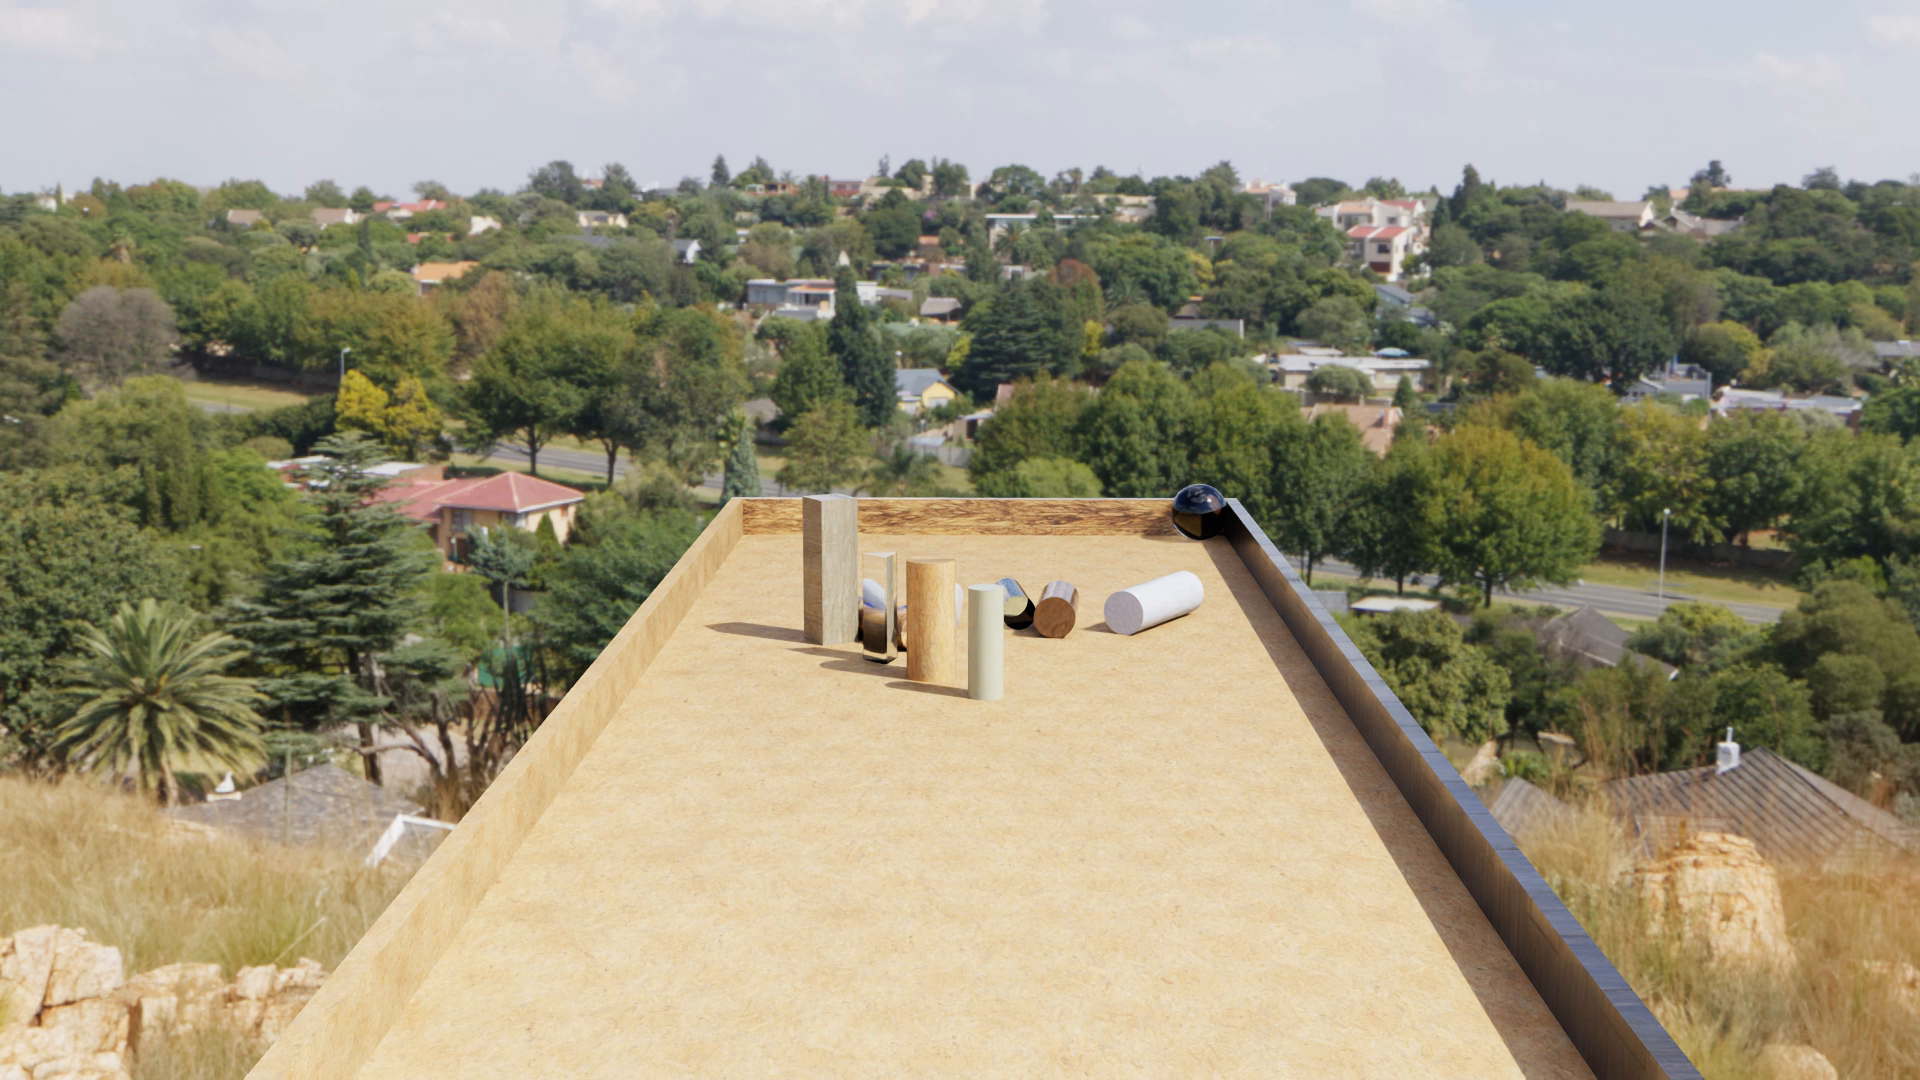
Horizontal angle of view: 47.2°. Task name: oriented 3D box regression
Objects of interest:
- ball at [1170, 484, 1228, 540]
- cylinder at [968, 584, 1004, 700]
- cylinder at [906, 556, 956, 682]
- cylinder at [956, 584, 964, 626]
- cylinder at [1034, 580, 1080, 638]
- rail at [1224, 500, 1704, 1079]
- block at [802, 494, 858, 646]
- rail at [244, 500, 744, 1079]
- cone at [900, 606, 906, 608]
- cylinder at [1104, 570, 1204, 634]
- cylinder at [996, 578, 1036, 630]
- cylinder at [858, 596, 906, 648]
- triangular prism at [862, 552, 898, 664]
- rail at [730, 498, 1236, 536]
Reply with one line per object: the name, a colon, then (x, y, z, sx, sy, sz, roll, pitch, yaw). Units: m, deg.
ball: (0.977, -0.114, 8.986, 0.233, 0.233, 0.233, 0, 9, 0)
cylinder: (0.072, 0.288, 6.193, 0.101, 0.314, 0.101, 0, 9, 0)
cylinder: (-0.085, 0.230, 6.443, 0.145, 0.349, 0.145, 0, 9, 0)
cylinder: (-0.054, 0.223, 7.230, 0.117, 0.117, 0.394, 0, 9, 3)
cylinder: (0.317, 0.224, 7.165, 0.134, 0.134, 0.311, 1, 9, 6)
rail: (1.046, 0.843, 3.208, 0.050, 0.150, 12.000, 0, 9, 1)
block: (-0.410, 0.092, 6.962, 0.128, 0.459, 0.128, -6, 11, -32)
rail: (-1.004, 0.839, 3.234, 0.050, 0.150, 12.000, 0, 9, 1)
cone: (-0.273, 0.264, 7.181, 0.329, 0.103, 0.103, -4, 4, 43)
cylinder: (0.643, 0.205, 7.256, 0.144, 0.144, 0.446, 6, 11, 31)
cylinder: (0.176, 0.211, 7.319, 0.113, 0.113, 0.331, -1, 9, -5)
cylinder: (-0.236, 0.262, 6.966, 0.122, 0.122, 0.361, -6, 11, -35)
triangular prism: (-0.226, 0.203, 6.681, 0.091, 0.327, 0.105, -8, 12, -42)
rail: (0.099, -0.098, 9.147, 2.100, 0.150, 0.050, 0, 9, 1)
